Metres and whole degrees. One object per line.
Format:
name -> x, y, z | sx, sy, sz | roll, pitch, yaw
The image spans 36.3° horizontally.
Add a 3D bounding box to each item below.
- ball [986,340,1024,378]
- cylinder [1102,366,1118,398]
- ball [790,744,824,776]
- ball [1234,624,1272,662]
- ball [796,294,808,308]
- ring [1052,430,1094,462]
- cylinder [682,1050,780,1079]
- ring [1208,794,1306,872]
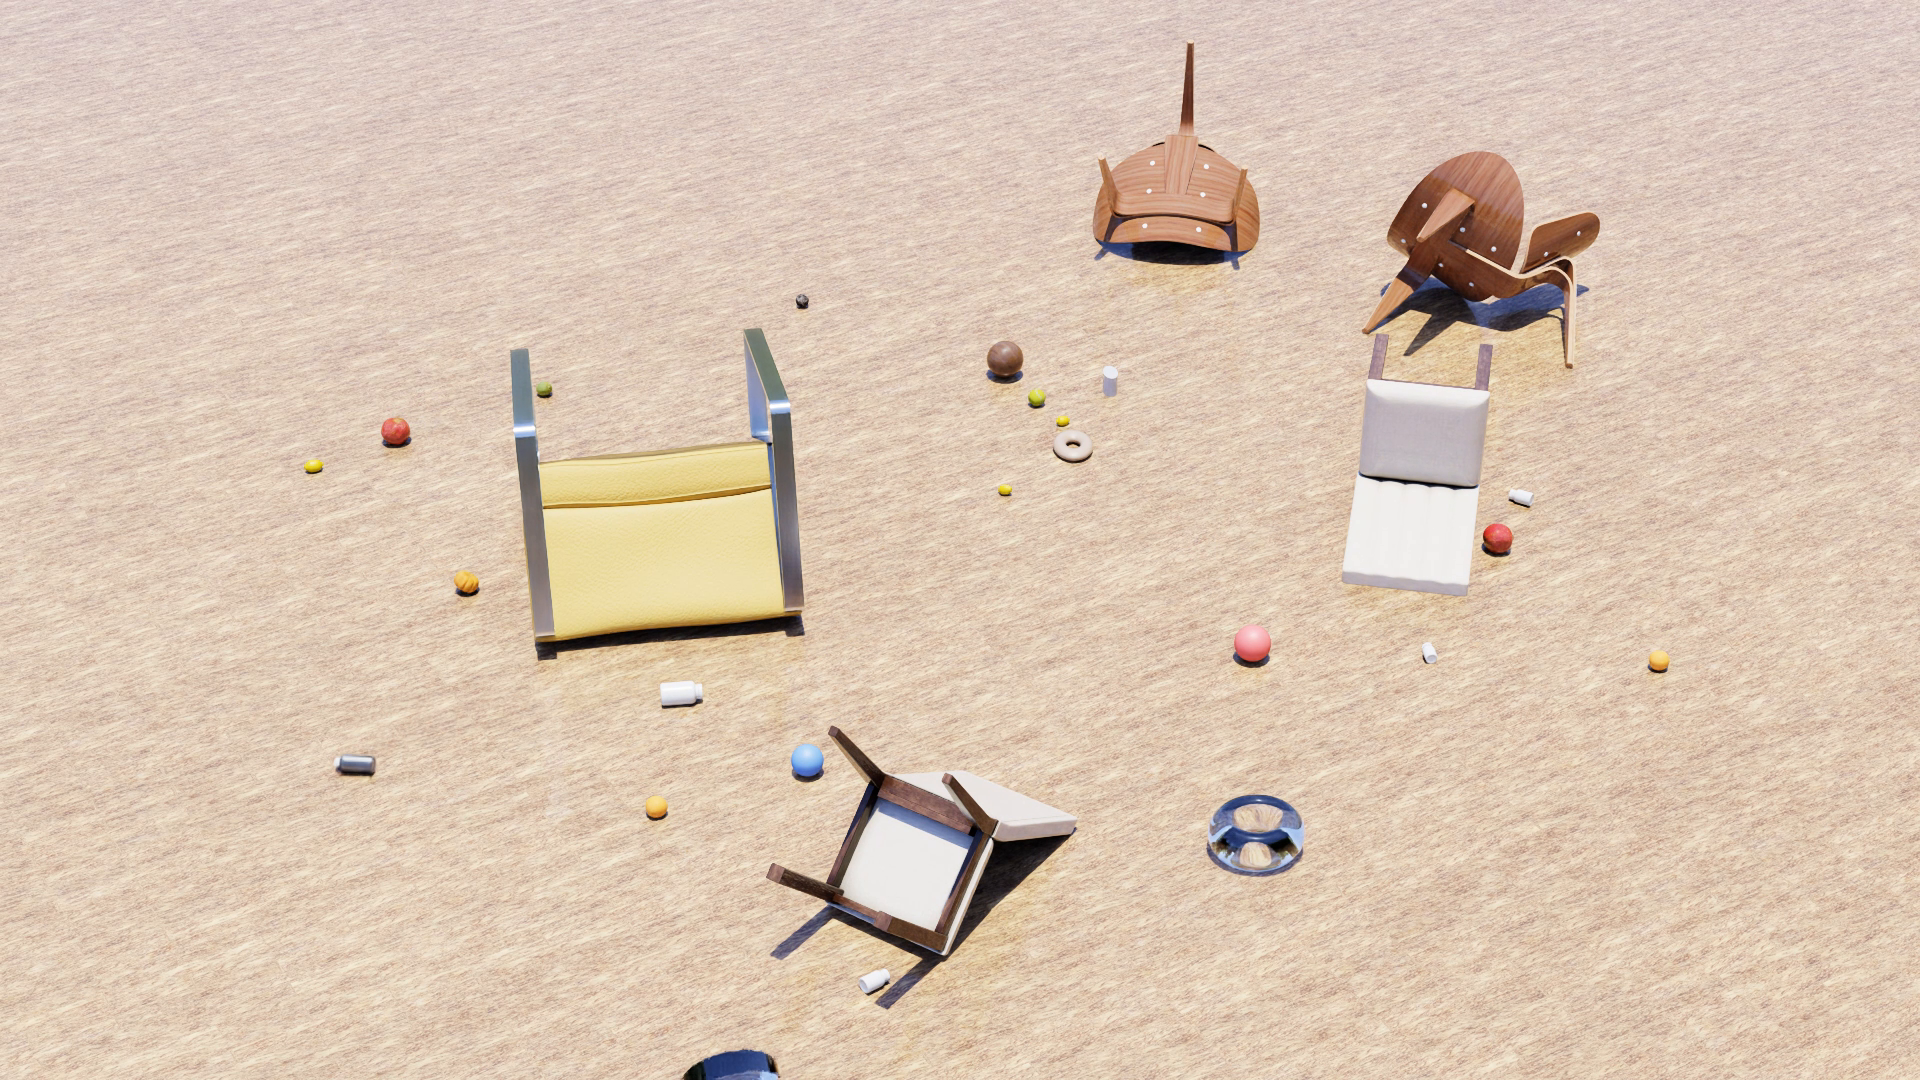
ball -> 0.184, -0.735, 11.923 | 0.152, 0.152, 0.152 | 0, 33, 0
cylinder -> 0.606, -0.639, 11.835 | 0.059, 0.088, 0.101 | -3, 34, -5
ball -> -0.507, 0.731, 9.735 | 0.109, 0.109, 0.109 | 0, 33, 0
ball -> 1.026, 0.361, 10.278 | 0.130, 0.130, 0.130 | 0, 33, 0
ball -> -0.669, -1.016, 12.435 | 0.057, 0.057, 0.057 | 0, 33, 0
ring -> 0.443, -0.371, 11.471 | 0.159, 0.040, 0.212 | -1, 33, -2
cylinder -> -0.649, 1.588, 8.363 | 0.286, 0.185, 0.173 | -13, 34, -3
ring -> 0.950, 0.938, 9.393 | 0.314, 0.145, 0.280 | -5, 35, -6
